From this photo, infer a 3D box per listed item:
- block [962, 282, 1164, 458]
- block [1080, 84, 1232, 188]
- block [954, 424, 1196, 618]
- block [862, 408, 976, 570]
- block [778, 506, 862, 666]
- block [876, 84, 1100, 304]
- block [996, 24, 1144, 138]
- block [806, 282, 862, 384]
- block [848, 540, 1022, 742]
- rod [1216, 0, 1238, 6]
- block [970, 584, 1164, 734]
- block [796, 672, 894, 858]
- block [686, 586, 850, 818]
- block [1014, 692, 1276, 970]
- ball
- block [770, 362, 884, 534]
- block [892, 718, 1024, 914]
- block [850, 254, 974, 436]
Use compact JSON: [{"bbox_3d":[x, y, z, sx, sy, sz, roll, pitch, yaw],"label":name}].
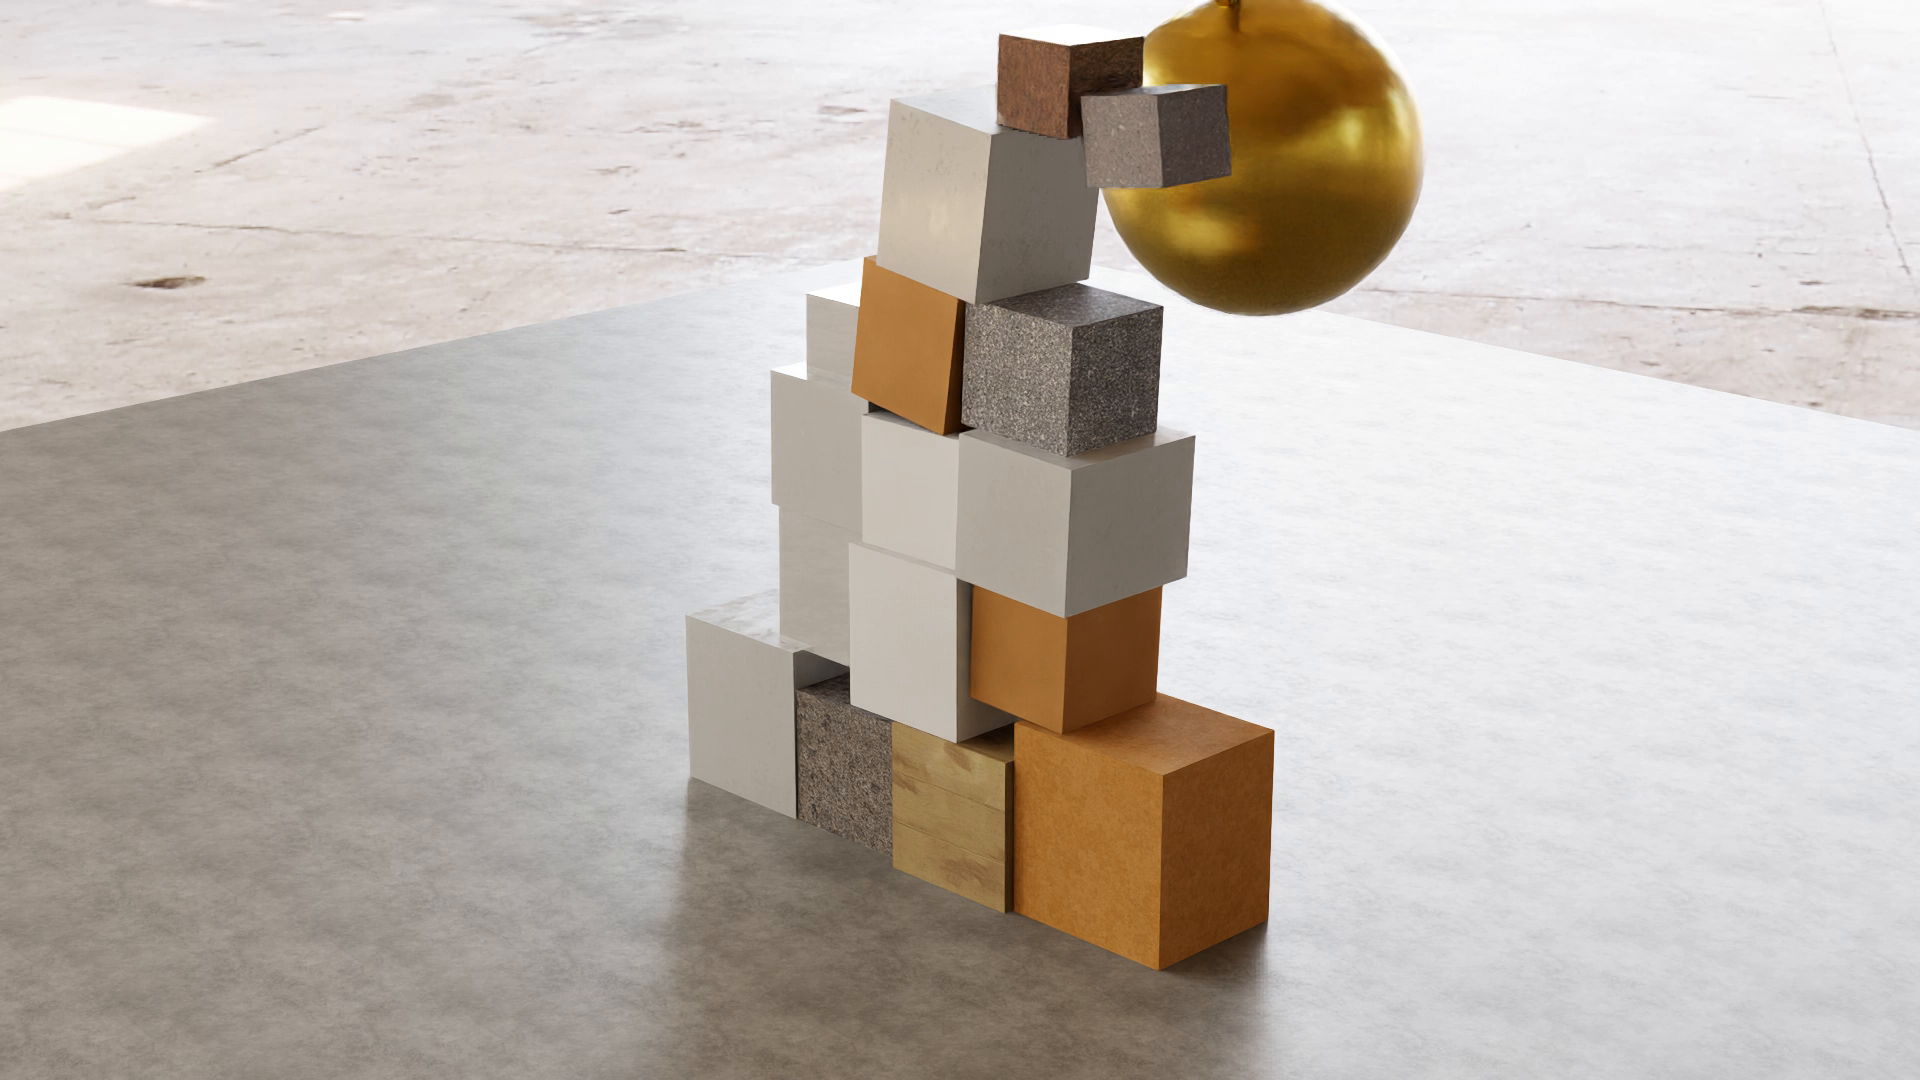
[{"bbox_3d":[0.440,-0.755,12.648,0.575,0.564,0.625,-17,27,-42],"label":"block"},{"bbox_3d":[0.802,-1.652,11.979,0.413,0.372,0.427,-16,16,-41],"label":"block"},{"bbox_3d":[0.499,-0.147,12.771,0.791,0.659,0.659,-17,27,-42],"label":"block"},{"bbox_3d":[0.001,-0.278,13.237,0.614,0.596,0.637,17,24,42],"label":"block"},{"bbox_3d":[-0.445,0.166,13.866,0.566,0.678,0.599,-17,25,-42],"label":"block"},{"bbox_3d":[0.136,-1.519,12.744,0.715,0.744,0.615,-17,31,-42],"label":"block"},{"bbox_3d":[0.459,-1.925,12.270,0.438,0.383,0.423,-15,24,-41],"label":"block"},{"bbox_3d":[-0.417,-0.949,13.485,0.421,0.376,0.405,18,25,42],"label":"block"},{"bbox_3d":[0.017,0.376,13.453,0.691,0.782,0.784,17,24,42],"label":"block"},{"bbox_3d":[0.636,-4.681,12.537,0.080,5.200,0.080,17,44,42],"label":"rod"},{"bbox_3d":[0.468,0.433,12.974,0.616,0.574,0.566,-17,27,-42],"label":"block"},{"bbox_3d":[-0.272,1.026,13.972,0.702,0.664,0.718,-17,24,-42],"label":"block"},{"bbox_3d":[-0.818,0.779,14.452,0.701,0.848,0.788,-17,24,-42],"label":"block"},{"bbox_3d":[0.803,1.240,12.904,0.737,0.897,0.861,-17,24,-42],"label":"block"},{"bbox_3d":[1.467,-1.887,14.286,1.600,1.600,1.600,0,17,0],"label":"ball"},{"bbox_3d":[-0.454,-0.464,13.654,0.660,0.652,0.556,18,25,42],"label":"block"},{"bbox_3d":[0.220,1.162,13.452,0.780,0.716,0.716,-17,24,-42],"label":"block"},{"bbox_3d":[-0.028,-0.918,13.075,0.625,0.641,0.595,-17,32,-42],"label":"block"}]
